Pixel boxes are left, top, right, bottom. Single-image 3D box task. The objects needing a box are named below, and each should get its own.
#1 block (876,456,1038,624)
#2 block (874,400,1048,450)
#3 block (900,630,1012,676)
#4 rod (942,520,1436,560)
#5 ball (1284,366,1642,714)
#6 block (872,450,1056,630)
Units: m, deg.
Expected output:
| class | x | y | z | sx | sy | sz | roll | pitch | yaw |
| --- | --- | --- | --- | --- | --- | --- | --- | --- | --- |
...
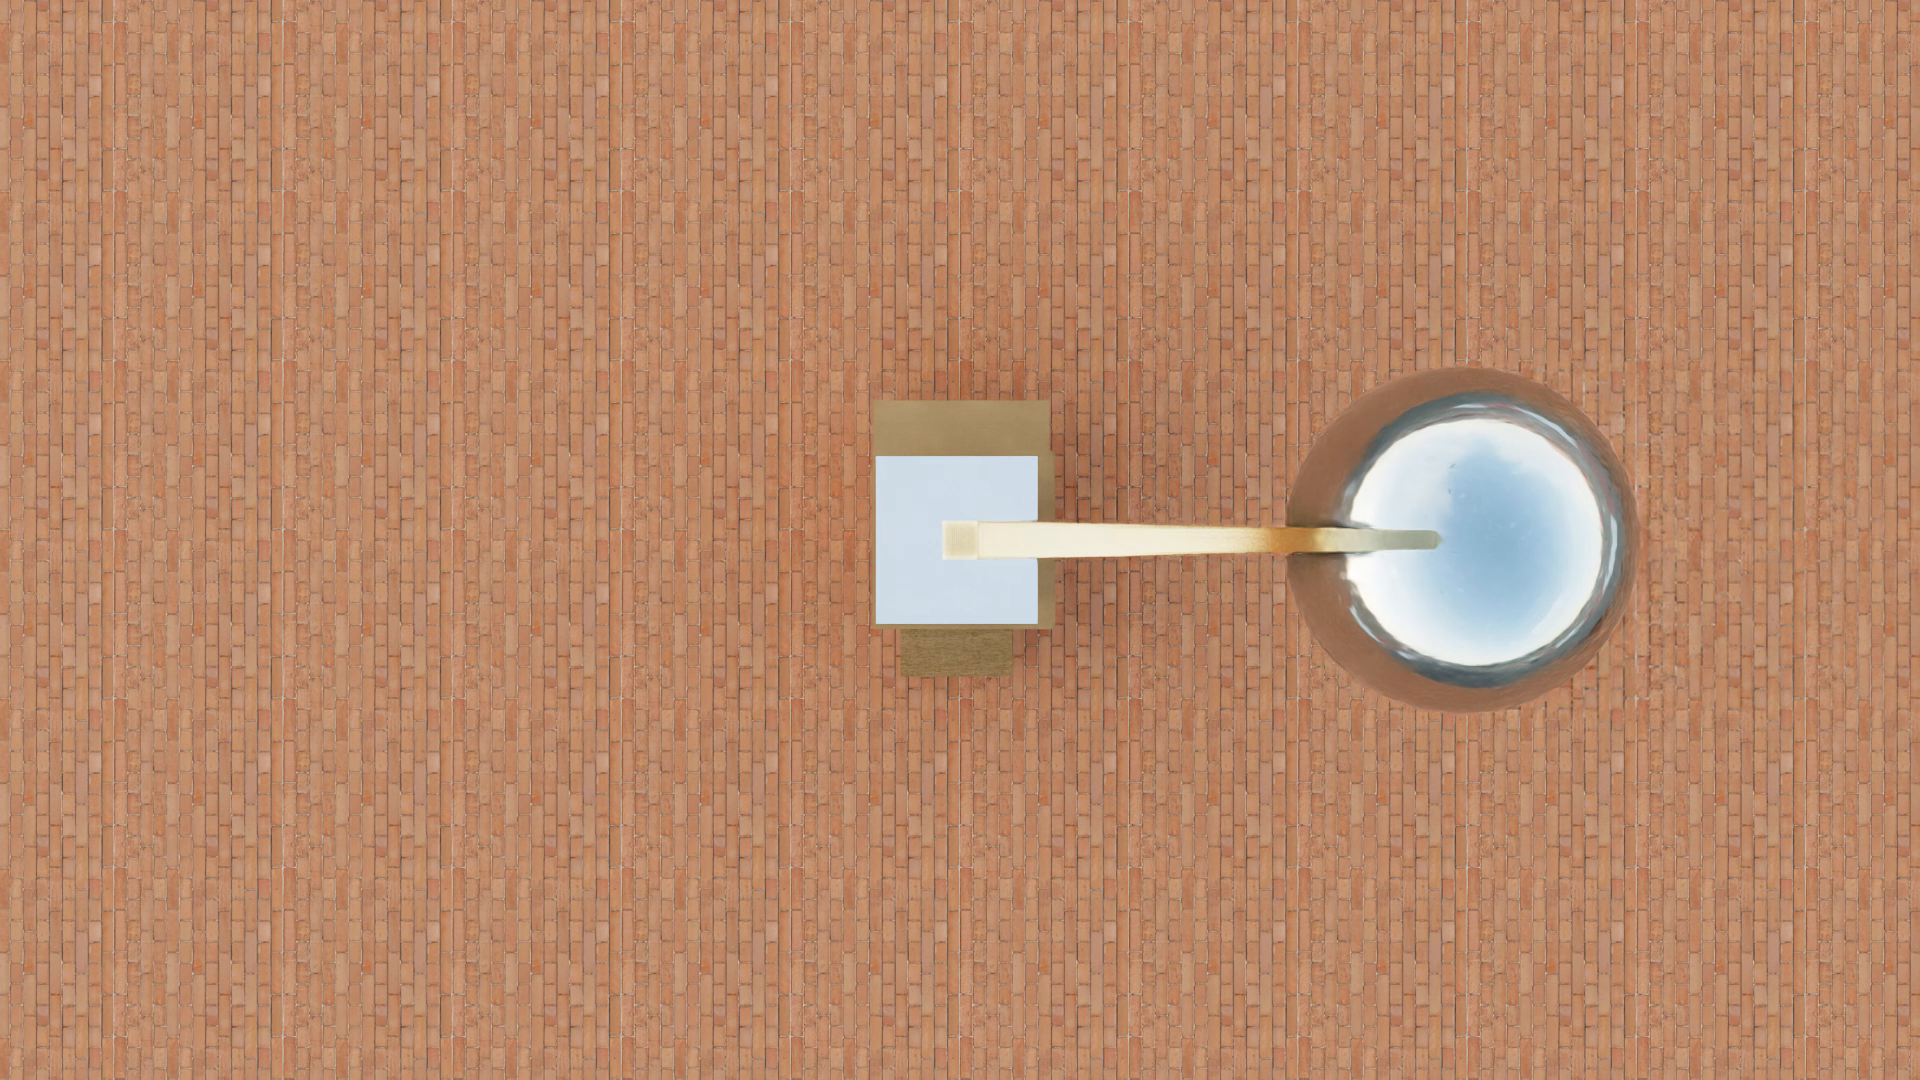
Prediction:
| class | x | y | z | sx | sy | sz | roll | pitch | yaw |
| --- | --- | --- | --- | --- | --- | --- | --- | --- | --- |
| block | -0.013 | 0.000 | 9.287 | 0.657 | 0.682 | 0.681 | 0 | 90 | 0 |
| block | 0.007 | -0.351 | 12.500 | 0.956 | 1.000 | 0.822 | 0 | 90 | 0 |
| block | -0.019 | 0.416 | 12.643 | 0.626 | 0.713 | 0.692 | 0 | 90 | 0 |
| rod | 0.994 | 0.000 | 6.970 | 0.080 | 5.200 | 0.080 | 0 | 90 | 22 |
| ball | 2.295 | 0.000 | 10.111 | 1.600 | 1.600 | 1.600 | 0 | 90 | 0 |
| block | 0.018 | 0.000 | 10.792 | 0.858 | 0.908 | 0.839 | 0 | 90 | 0 |
